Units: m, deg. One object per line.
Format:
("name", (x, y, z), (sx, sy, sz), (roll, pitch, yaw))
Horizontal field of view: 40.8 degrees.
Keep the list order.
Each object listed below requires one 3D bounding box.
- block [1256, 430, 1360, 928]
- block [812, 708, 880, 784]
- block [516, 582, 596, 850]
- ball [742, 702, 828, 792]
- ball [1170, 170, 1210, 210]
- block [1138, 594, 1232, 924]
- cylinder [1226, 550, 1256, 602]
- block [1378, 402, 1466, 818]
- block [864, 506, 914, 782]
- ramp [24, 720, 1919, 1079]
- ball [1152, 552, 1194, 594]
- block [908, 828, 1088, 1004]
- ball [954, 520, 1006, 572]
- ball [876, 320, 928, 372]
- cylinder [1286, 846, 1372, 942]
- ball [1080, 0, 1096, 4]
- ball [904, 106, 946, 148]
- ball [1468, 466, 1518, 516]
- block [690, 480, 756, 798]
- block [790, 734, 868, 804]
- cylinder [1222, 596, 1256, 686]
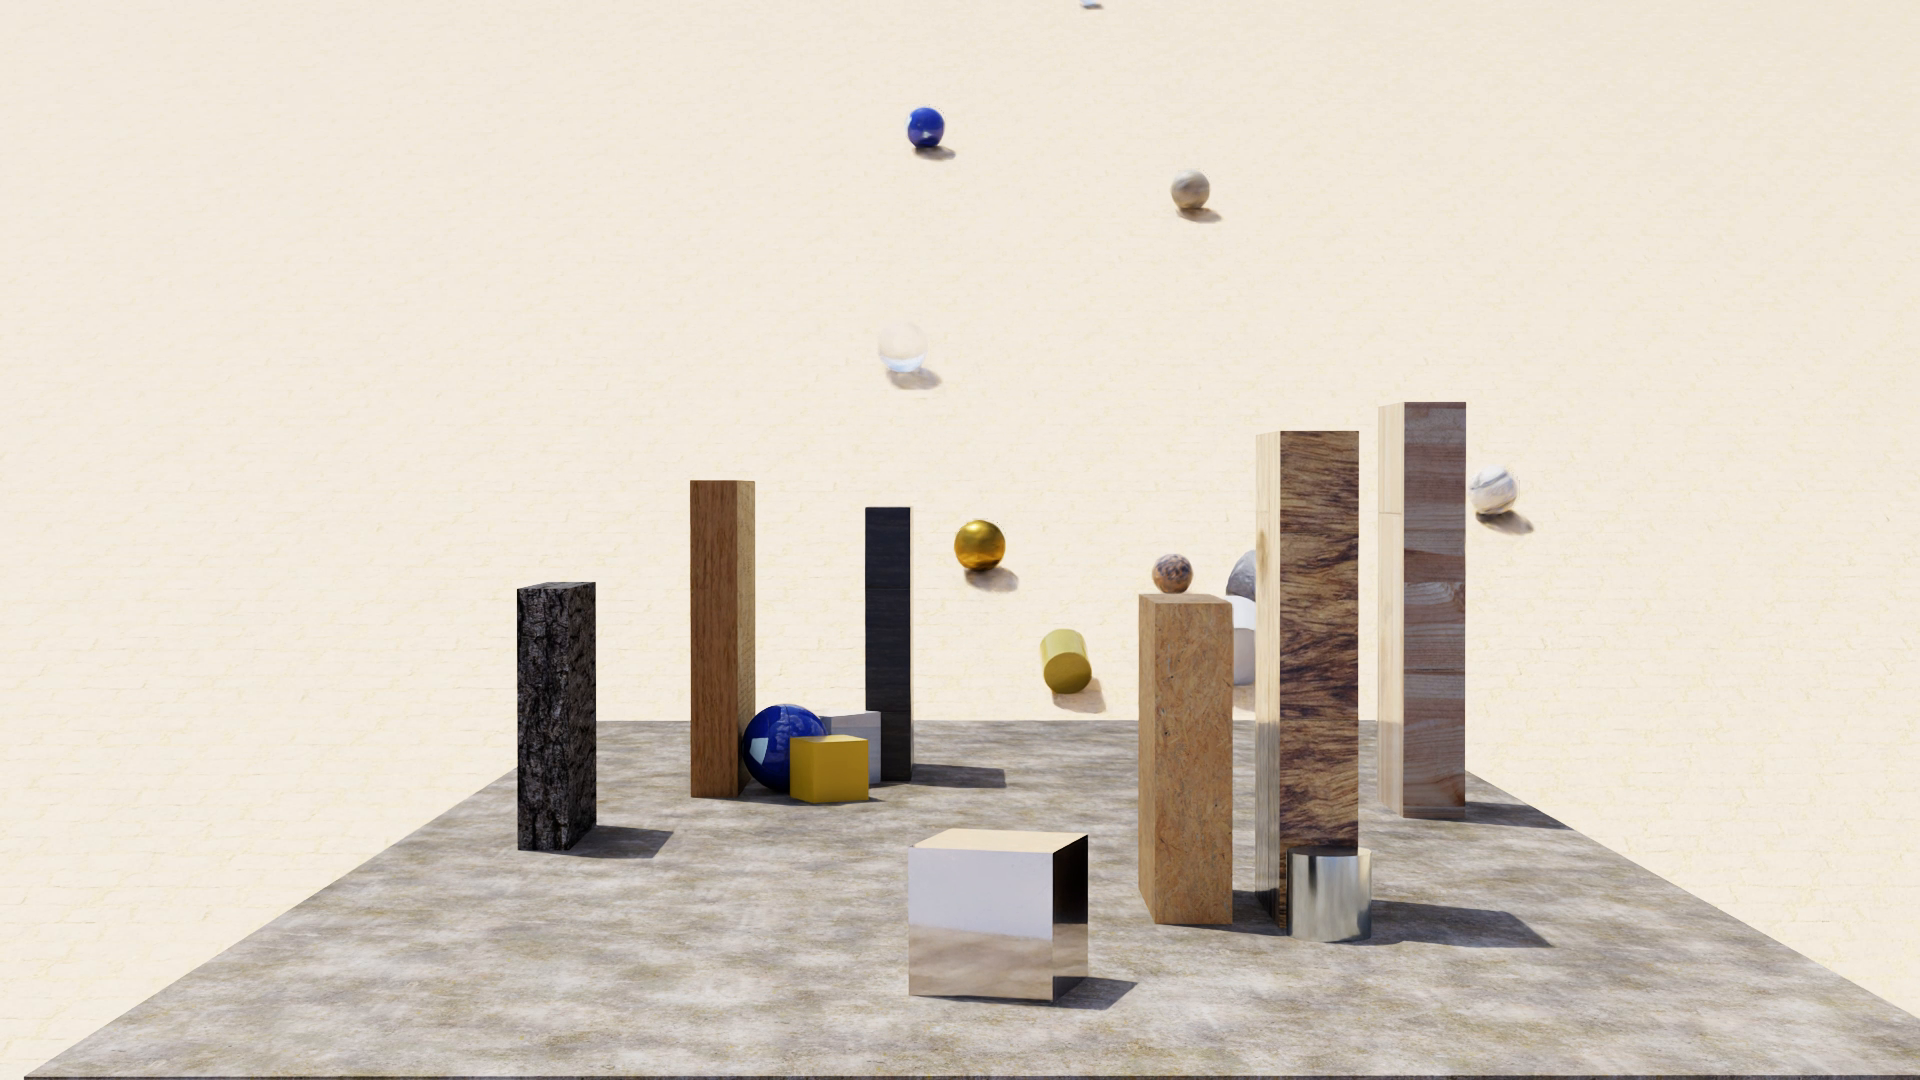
("block", (0.480, 0.184, 3.587), (0.106, 0.665, 0.279), (0, 1, 0))
("block", (-0.259, 0.416, 5.166), (0.142, 0.142, 0.142), (1, 1, 41))
("block", (-0.679, 0.289, 4.363), (0.084, 0.426, 0.324), (0, 1, 0))
("ball", (-0.339, 0.403, 5.026), (0.173, 0.173, 0.173), (0, 27, 0))
("ball", (0.916, -1.391, 10.263), (0.161, 0.161, 0.161), (0, 27, 0))
("block", (0.315, 0.299, 3.644), (0.105, 0.434, 0.320), (0, 1, 0))
("cylinder", (0.873, 0.143, 7.203), (0.185, 0.185, 0.185), (-24, 36, -39))
("block", (0.847, 0.122, 4.747), (0.111, 0.743, 0.284), (0, 1, 0))
("block", (-0.145, 0.206, 5.373), (0.092, 0.553, 0.349), (0, 1, 0))
("ramp", (0.061, 0.548, 4.584), (2.000, 0.100, 4.000), (0, 1, 0))
("ball", (0.607, 0.097, 7.366), (0.120, 0.120, 0.120), (0, 27, 0))
("block", (0.047, 0.441, 3.052), (0.172, 0.172, 0.172), (0, 1, 16))
("ball", (0.058, 0.018, 7.488), (0.152, 0.152, 0.152), (0, 27, 0))
("ball", (-0.195, -0.659, 8.800), (0.176, 0.176, 0.176), (0, 27, 0))
("cylinder", (0.485, 0.465, 3.397), (0.111, 0.111, 0.111), (0, 1, 0))
("ball", (0.648, -2.759, 13.021), (0.116, 0.116, 0.116), (0, 27, 0))
("ball", (-0.149, -1.750, 10.956), (0.177, 0.177, 0.177), (0, 27, 0))
("ball", (1.614, -0.150, 7.820), (0.151, 0.151, 0.151), (0, 27, 0))
("block", (-0.470, 0.184, 5.143), (0.090, 0.606, 0.443), (0, 1, 0))
("block", (-0.249, 0.435, 4.912), (0.114, 0.114, 0.114), (-1, 1, -26))
("cylinder", (0.744, 0.271, 6.956), (0.179, 0.179, 0.179), (0, 27, 0))
